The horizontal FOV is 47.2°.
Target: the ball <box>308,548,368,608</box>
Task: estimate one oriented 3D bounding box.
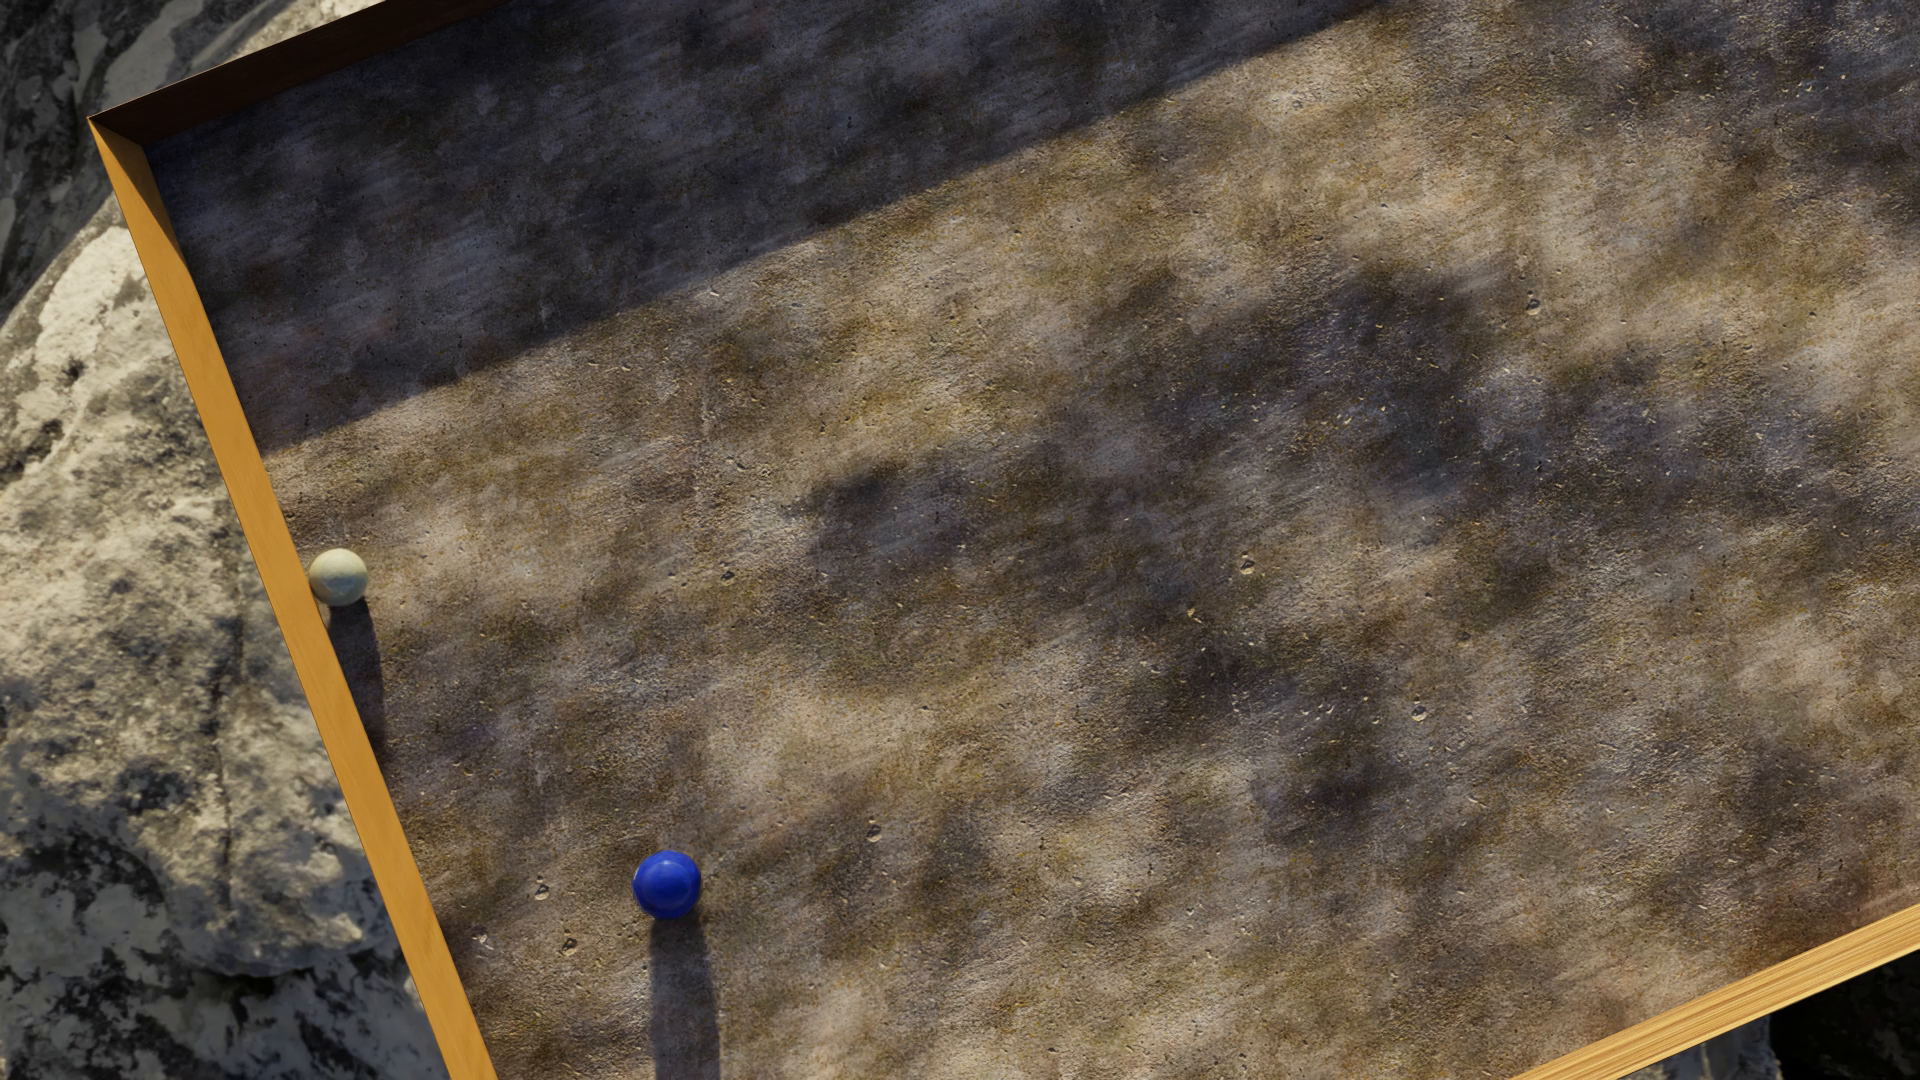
[{"bbox_3d":[-0.916,0.056,3.243,0.086,0.086,0.086,0,83,0],"label":"ball"}]

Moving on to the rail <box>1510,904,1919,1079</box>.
[{"bbox_3d":[1.279,0.589,3.156,3.811,0.128,0.045,-22,84,-3],"label":"rail"}]

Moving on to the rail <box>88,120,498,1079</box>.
[{"bbox_3d":[-0.858,0.352,3.185,0.045,0.128,2.128,-22,84,-3],"label":"rail"}]

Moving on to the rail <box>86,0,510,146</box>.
[{"bbox_3d":[0.481,-1.319,3.388,3.811,0.128,0.045,-22,84,-3],"label":"rail"}]

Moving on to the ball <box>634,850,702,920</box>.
[{"bbox_3d":[-0.423,0.499,3.183,0.098,0.098,0.098,0,83,0],"label":"ball"}]
